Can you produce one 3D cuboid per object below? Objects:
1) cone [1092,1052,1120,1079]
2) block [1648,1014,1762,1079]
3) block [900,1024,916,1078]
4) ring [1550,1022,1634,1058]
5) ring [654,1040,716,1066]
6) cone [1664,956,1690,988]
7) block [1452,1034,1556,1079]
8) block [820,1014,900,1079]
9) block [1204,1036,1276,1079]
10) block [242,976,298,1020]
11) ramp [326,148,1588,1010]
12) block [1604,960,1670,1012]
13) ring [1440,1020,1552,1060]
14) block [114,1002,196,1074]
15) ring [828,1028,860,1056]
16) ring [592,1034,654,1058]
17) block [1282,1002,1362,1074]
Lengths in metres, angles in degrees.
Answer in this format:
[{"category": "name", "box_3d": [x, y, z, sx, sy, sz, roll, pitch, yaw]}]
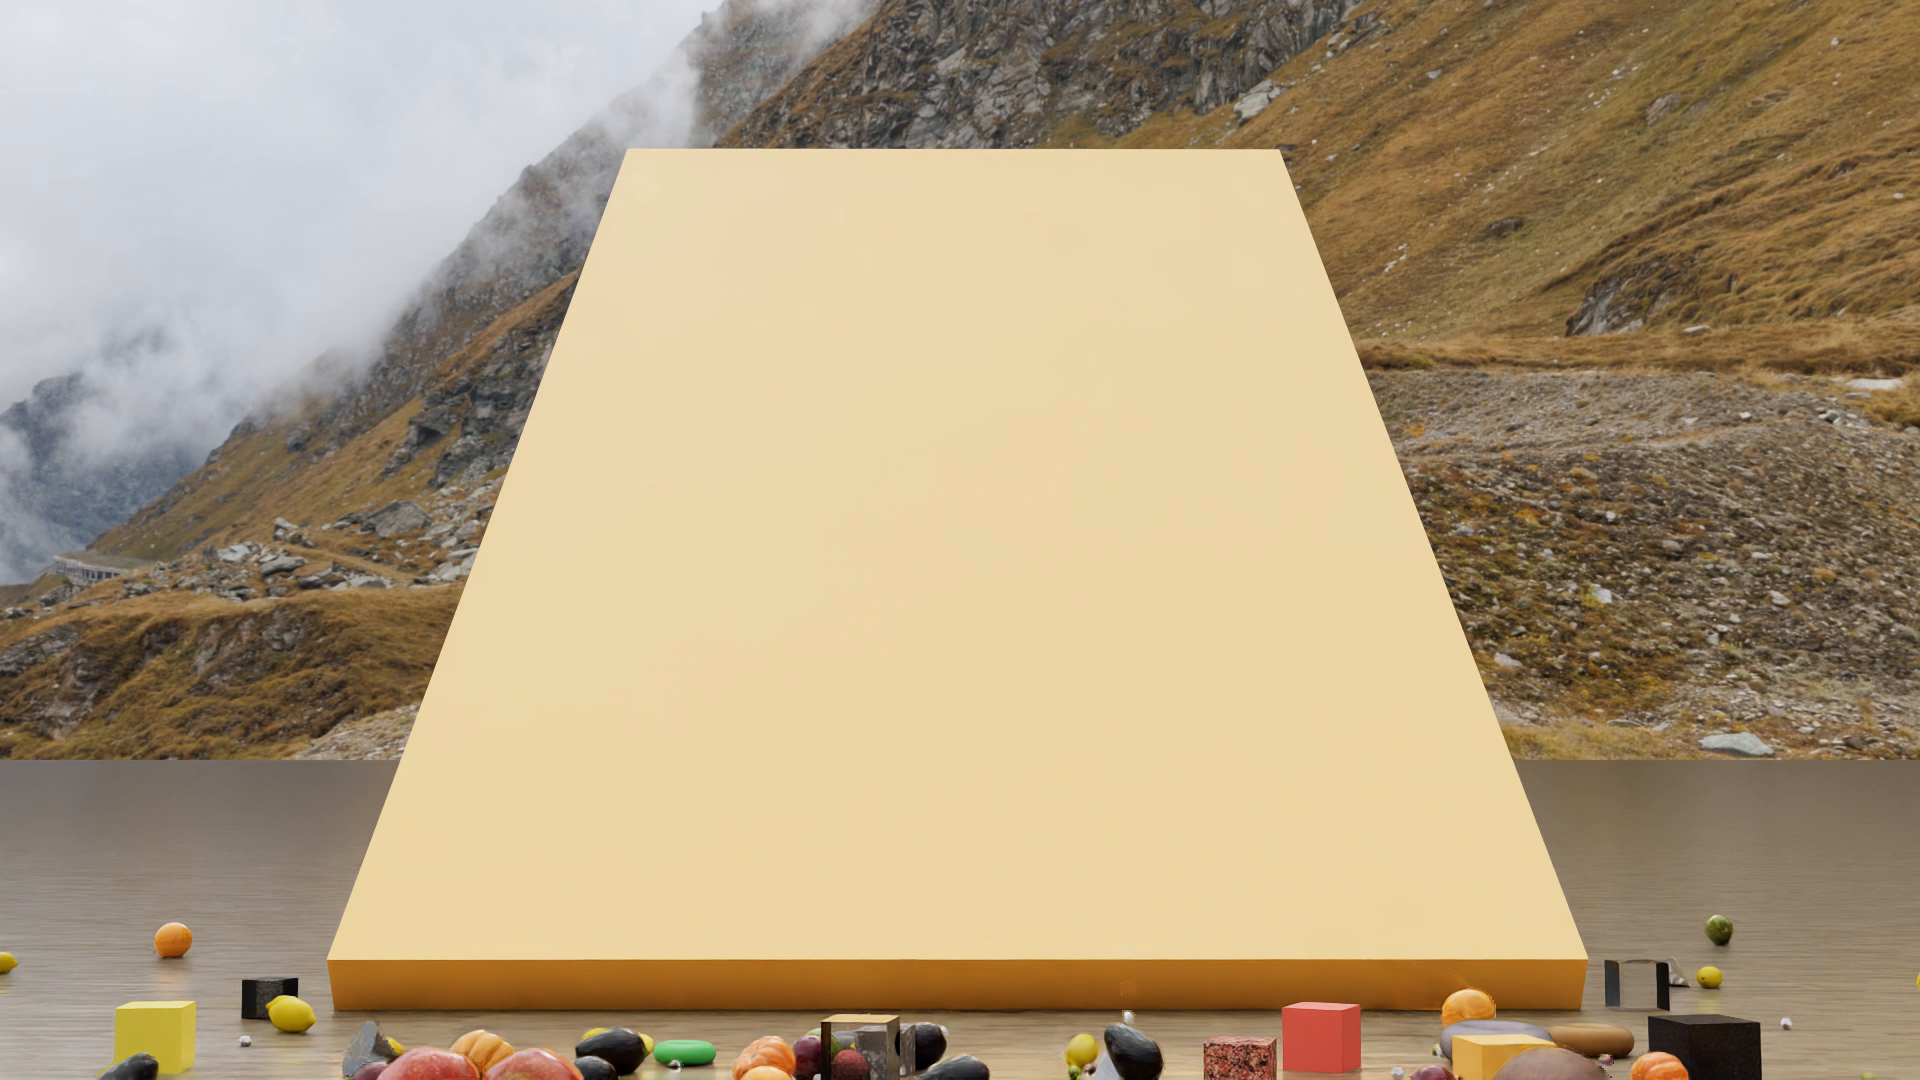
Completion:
[{"category": "cone", "box_3d": [0.172, 0.630, 2.797, 0.062, 0.062, 0.062, 0, -5, 0]}, {"category": "block", "box_3d": [0.886, 0.618, 2.836, 0.093, 0.093, 0.093, 1, -5, -13]}, {"category": "block", "box_3d": [-0.093, 0.654, 3.055, 0.060, 0.060, 0.060, -1, -5, 11]}, {"category": "ring", "box_3d": [0.860, 0.683, 3.253, 0.117, 0.039, 0.117, 1, -6, 0]}, {"category": "ring", "box_3d": [-0.365, 0.680, 3.161, 0.083, 0.028, 0.083, 1, -5, 0]}, {"category": "cone", "box_3d": [1.266, 0.774, 4.200, 0.057, 0.057, 0.057, 4, 20, -39]}, {"category": "block", "box_3d": [0.614, 0.608, 2.688, 0.087, 0.087, 0.087, 1, -5, -10]}, {"category": "block", "box_3d": [-0.123, 0.633, 2.948, 0.082, 0.082, 0.082, -1, -5, 10]}, {"category": "block", "box_3d": [0.327, 0.622, 2.779, 0.075, 0.075, 0.075, -1, -5, 15]}, {"category": "block", "box_3d": [-1.074, 0.713, 3.707, 0.060, 0.060, 0.060, -2, -6, 25]}, {"category": "ramp", "box_3d": [-0.011, -0.224, 5.570, 2.000, 0.100, 4.000, 0, 28, 0]}, {"category": "block", "box_3d": [1.089, 0.716, 3.833, 0.075, 0.075, 0.075, 1, -5, -8]}, {"category": "ring", "box_3d": [0.712, 0.669, 3.159, 0.150, 0.050, 0.150, 1, -4, 0]}, {"category": "block", "box_3d": [-1.047, 0.647, 3.102, 0.083, 0.083, 0.083, 1, -5, -6]}, {"category": "ring", "box_3d": [-0.137, 0.689, 3.270, 0.091, 0.030, 0.091, 1, -5, 0]}, {"category": "ring", "box_3d": [-0.458, 0.687, 3.236, 0.084, 0.028, 0.084, 1, -6, 0]}, {"category": "block", "box_3d": [0.473, 0.649, 3.114, 0.080, 0.080, 0.080, -3, -6, 27]}]
